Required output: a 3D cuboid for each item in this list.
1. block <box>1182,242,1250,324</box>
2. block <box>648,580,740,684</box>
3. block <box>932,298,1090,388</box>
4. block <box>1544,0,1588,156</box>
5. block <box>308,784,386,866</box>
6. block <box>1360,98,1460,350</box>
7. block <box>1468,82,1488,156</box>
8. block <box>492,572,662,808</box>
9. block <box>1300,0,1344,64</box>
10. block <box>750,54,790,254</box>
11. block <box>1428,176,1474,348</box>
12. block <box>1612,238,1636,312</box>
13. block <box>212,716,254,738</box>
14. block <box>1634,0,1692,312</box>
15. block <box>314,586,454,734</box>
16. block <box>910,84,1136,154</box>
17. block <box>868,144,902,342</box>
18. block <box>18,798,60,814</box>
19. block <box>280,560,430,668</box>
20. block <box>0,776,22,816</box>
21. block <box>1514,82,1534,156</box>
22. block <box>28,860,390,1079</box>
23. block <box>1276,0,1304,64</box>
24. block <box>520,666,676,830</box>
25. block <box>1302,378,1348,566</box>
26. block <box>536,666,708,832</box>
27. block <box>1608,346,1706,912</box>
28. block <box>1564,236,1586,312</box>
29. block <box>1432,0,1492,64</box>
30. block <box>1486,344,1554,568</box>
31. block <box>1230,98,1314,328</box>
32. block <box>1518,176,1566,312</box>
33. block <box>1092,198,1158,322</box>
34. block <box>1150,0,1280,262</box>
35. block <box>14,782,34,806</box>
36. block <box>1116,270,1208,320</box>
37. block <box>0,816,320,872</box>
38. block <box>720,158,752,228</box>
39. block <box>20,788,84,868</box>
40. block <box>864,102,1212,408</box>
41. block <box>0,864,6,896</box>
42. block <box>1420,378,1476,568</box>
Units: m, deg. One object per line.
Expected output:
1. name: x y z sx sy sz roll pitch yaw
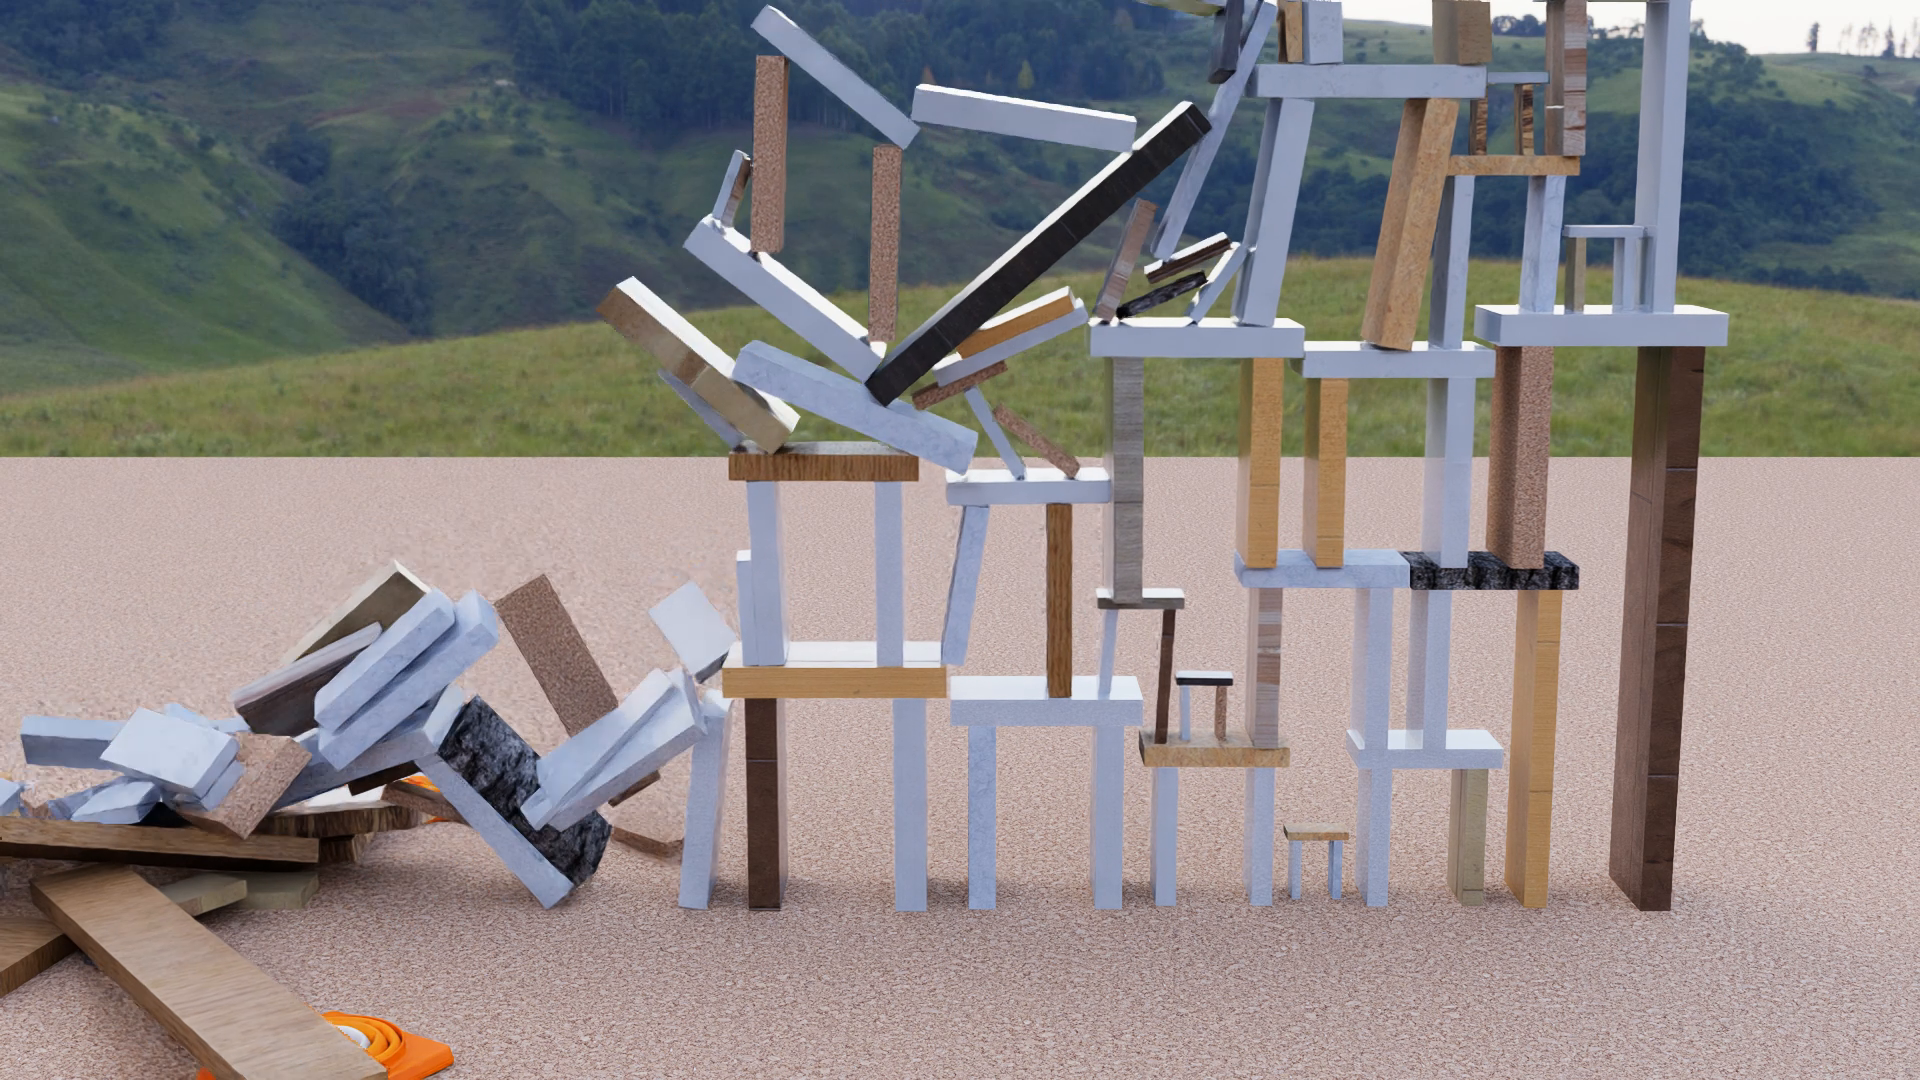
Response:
1. block: 0.405 -0.408 3.483 0.020 0.139 0.069 34 8 -8
2. block: -0.452 0.156 3.767 0.096 0.027 0.192 -35 47 -9
3. block: 0.082 -0.316 3.522 0.260 0.028 0.098 -23 12 6
4. block: 0.943 -0.720 3.425 0.034 0.237 0.118 -2 11 1
5. block: -1.110 0.507 3.915 0.138 0.039 0.275 -6 14 2
6. block: 0.707 -0.500 3.468 0.049 0.383 0.173 9 10 -2
7. block: 0.811 -0.658 3.441 0.016 0.111 0.055 -1 11 1
8. block: -0.641 0.252 3.687 0.096 0.405 0.027 -31 15 -15
9. block: 0.547 -0.913 3.388 0.050 0.355 0.178 -3 11 0
10. block: -0.298 -0.605 3.452 0.042 0.299 0.149 3 10 -1
11. block: 0.777 -0.442 3.481 0.030 0.268 0.105 2 11 -1
12. block: 1.051 -0.422 3.480 0.016 0.115 0.058 -1 11 0
13. block: -1.248 0.365 3.785 0.253 0.126 0.036 -9 40 -9
14. block: 1.097 -0.600 3.447 0.034 0.477 0.118 0 11 0
15. block: -0.924 0.190 3.528 0.262 0.037 0.131 -42 20 -2
16. block: 0.101 -0.659 3.437 0.342 0.048 0.171 9 14 0
17. block: -0.118 -0.471 3.478 0.042 0.299 0.149 2 12 -1
18. block: -1.722 0.502 3.952 0.291 0.019 0.068 -11 -13 -28
19. block: -0.999 0.160 3.694 0.255 0.126 0.036 -41 39 3
20. block: -1.692 0.484 3.594 0.143 0.041 0.286 24 47 10
21. block: 0.882 -0.658 3.440 0.016 0.111 0.055 -3 11 1
22. block: -1.077 0.602 3.051 0.138 0.039 1.195 -10 11 -34
23. block: 0.510 -0.834 3.411 0.026 0.185 0.093 -4 9 1
24. block: -0.583 0.336 3.539 0.056 0.317 0.016 43 -2 45
25. block: 0.585 -0.119 3.532 0.042 0.300 0.150 0 11 0
26. block: -0.549 0.338 3.555 0.298 0.037 0.131 -33 44 11
27. block: 1.134 0.136 3.589 0.050 0.922 0.176 0 11 0
28. block: 0.974 -0.422 3.480 0.016 0.115 0.058 -1 11 0
29. block: 0.769 -0.913 3.389 0.050 0.355 0.178 -4 11 0
30. block: 0.898 -0.144 3.537 0.050 0.353 0.176 0 10 0
31. block: 0.490 -0.518 3.464 0.049 0.347 0.173 9 10 -1
32. block: 0.919 -0.470 3.476 0.030 0.211 0.105 2 11 0
33. block: 0.261 -0.444 3.483 0.028 0.195 0.098 21 8 -4
34. block: 0.397 -0.642 3.454 0.026 0.423 0.093 22 14 -4
35. block: -1.809 0.462 3.914 0.283 0.040 0.142 -3 -7 -17
36. block: 0.320 -0.389 3.503 0.139 0.020 0.069 -25 8 -12
37. block: -1.472 0.472 3.479 0.879 0.040 0.142 10 -20 -32
38. block: -0.349 -0.547 3.469 0.016 0.112 0.056 21 10 -4
39. block: -1.497 0.477 3.626 0.068 0.136 0.019 19 48 43
40. block: 0.118 -0.451 3.461 0.661 0.048 0.171 -40 9 8
41. block: -1.804 0.537 3.637 0.417 0.041 0.143 -3 47 -14
42. block: 0.784 -0.118 3.535 0.042 0.303 0.150 0 11 0
